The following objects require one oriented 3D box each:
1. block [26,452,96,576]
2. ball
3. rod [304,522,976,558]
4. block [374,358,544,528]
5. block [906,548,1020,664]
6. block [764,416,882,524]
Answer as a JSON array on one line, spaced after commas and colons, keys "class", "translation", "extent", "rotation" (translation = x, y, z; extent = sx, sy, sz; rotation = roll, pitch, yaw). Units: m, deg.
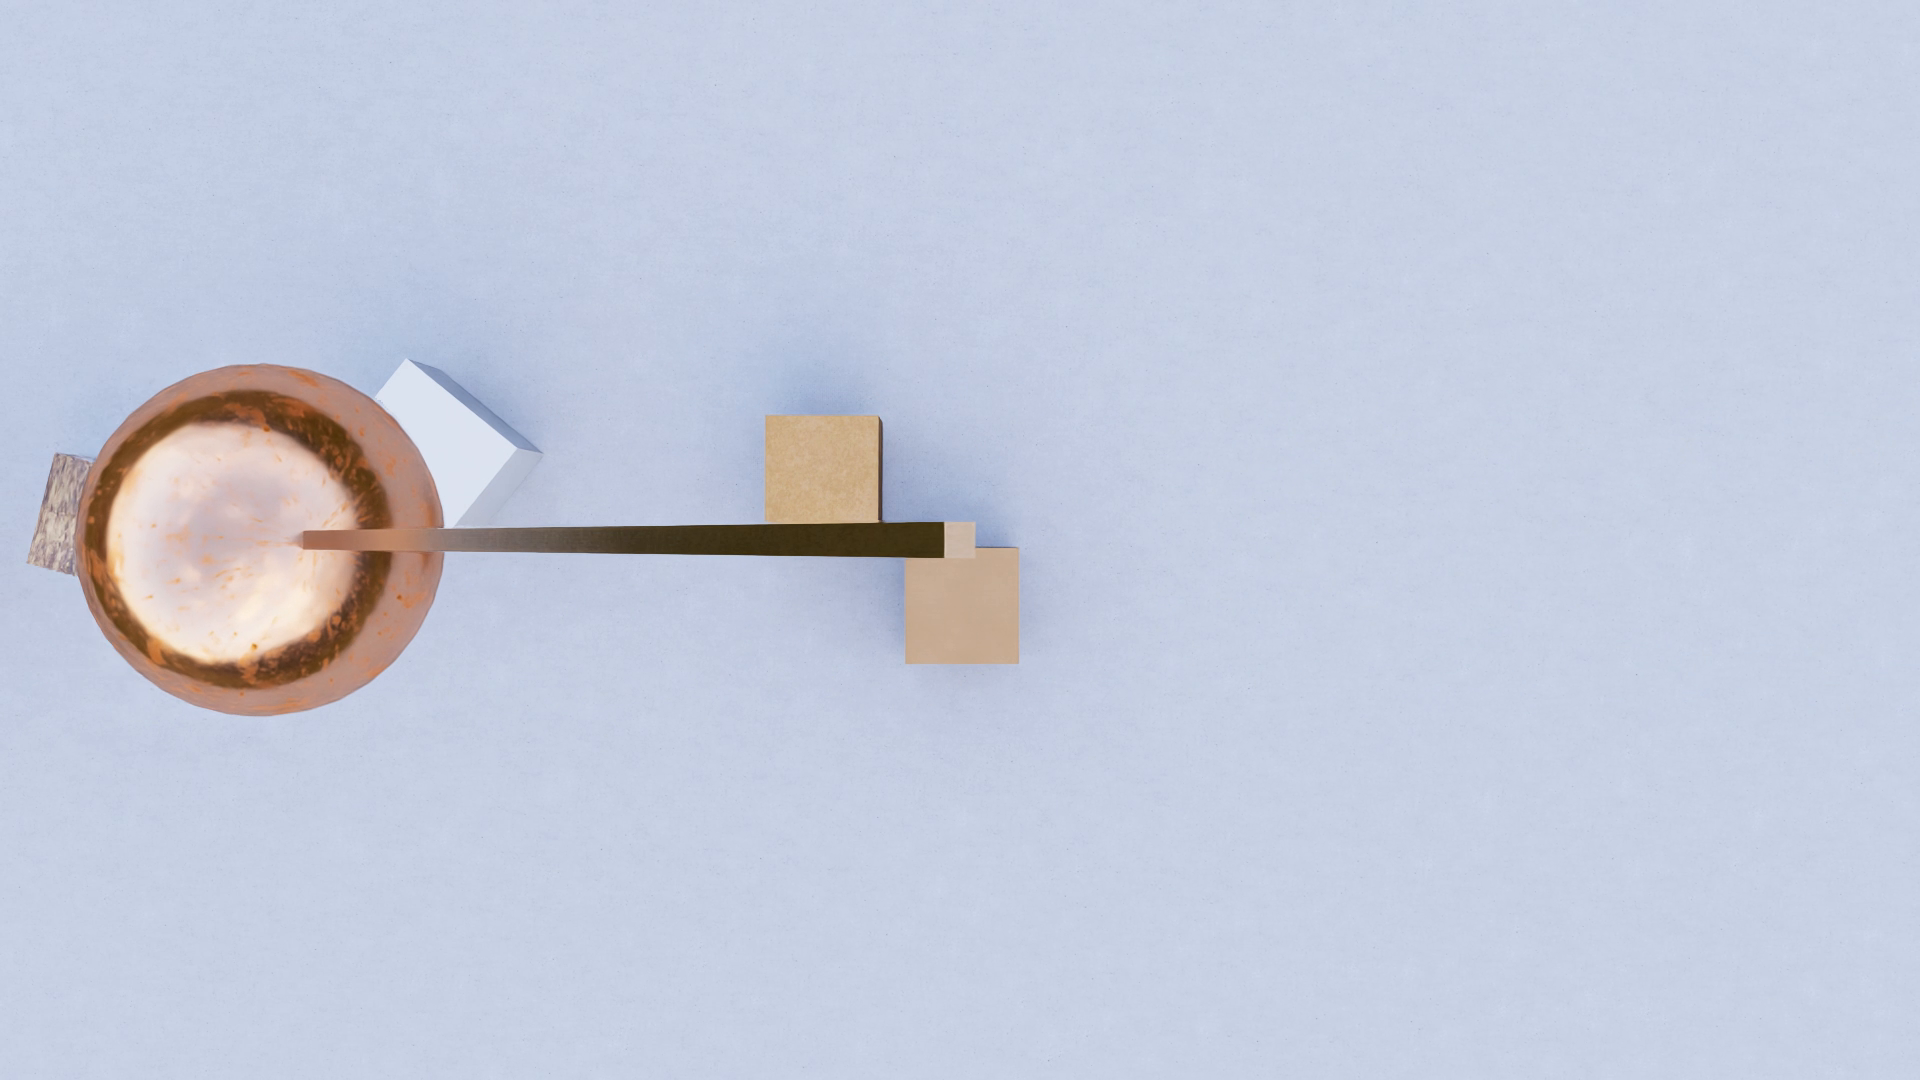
[{"class": "block", "translation": [-4.861, -0.107, 12.647], "extent": [0.576, 0.707, 0.640], "rotation": [14, 90, 0]}, {"class": "ball", "translation": [-3.145, 0.000, 9.947], "extent": [1.600, 1.600, 1.600], "rotation": [0, 90, 0]}, {"class": "rod", "translation": [-1.363, 0.000, 7.052], "extent": [0.080, 5.200, 0.080], "rotation": [0, 90, -32]}, {"class": "block", "translation": [-2.999, -0.473, 12.604], "extent": [0.793, 0.792, 0.739], "rotation": [39, 90, 0]}, {"class": "block", "translation": [0.012, 0.371, 12.696], "extent": [0.642, 0.608, 0.656], "rotation": [0, 90, 0]}, {"class": "block", "translation": [-0.774, -0.332, 12.650], "extent": [0.633, 0.701, 0.732], "rotation": [0, 90, 0]}]
